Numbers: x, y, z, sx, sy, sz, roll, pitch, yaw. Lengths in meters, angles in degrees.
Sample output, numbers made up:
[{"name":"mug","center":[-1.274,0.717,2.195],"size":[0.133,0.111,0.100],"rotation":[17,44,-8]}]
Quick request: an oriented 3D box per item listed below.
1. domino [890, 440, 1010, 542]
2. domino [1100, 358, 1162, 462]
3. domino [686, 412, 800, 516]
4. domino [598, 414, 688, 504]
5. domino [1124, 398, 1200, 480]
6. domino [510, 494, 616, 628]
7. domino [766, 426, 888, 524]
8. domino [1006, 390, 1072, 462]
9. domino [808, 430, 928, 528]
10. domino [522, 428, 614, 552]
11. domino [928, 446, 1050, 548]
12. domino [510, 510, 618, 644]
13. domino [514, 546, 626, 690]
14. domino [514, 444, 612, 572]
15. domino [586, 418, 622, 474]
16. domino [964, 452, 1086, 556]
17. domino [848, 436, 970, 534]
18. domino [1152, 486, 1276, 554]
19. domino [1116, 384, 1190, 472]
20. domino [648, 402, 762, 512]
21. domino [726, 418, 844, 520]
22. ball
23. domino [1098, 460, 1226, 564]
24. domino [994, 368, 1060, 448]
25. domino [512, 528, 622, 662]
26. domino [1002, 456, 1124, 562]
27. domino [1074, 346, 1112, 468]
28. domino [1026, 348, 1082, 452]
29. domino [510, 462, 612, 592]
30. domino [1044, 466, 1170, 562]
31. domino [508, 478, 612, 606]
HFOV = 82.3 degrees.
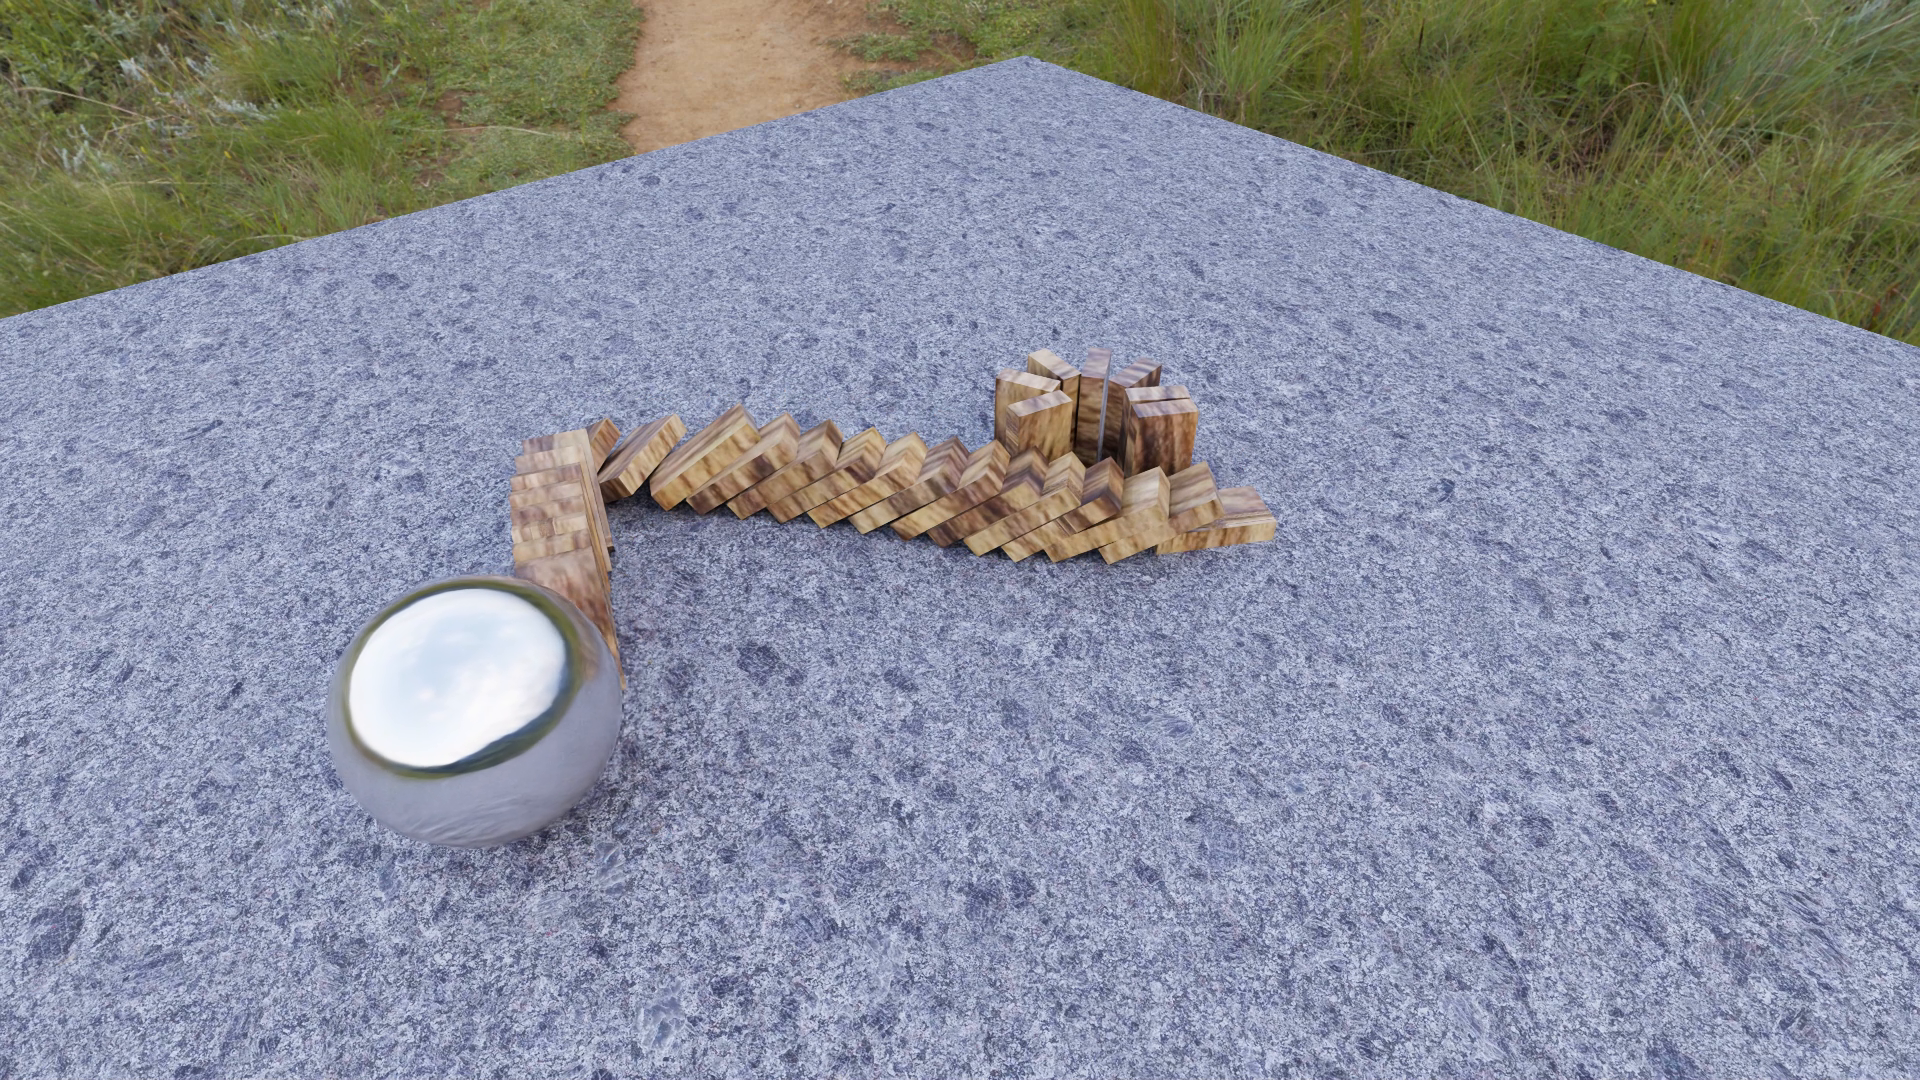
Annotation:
[{"name":"domino","center":[-0.004,-0.020,0.445],"size":[0.050,0.010,0.025],"rotation":[-26,28,31]},{"name":"domino","center":[0.073,-0.050,0.473],"size":[0.010,0.050,0.025],"rotation":[29,47,31]},{"name":"domino","center":[-0.091,-0.032,0.461],"size":[0.050,0.009,0.025],"rotation":[-29,32,16]},{"name":"domino","center":[-0.142,-0.035,0.478],"size":[0.025,0.009,0.050],"rotation":[-14,32,29]},{"name":"domino","center":[0.081,-0.033,0.452],"size":[0.025,0.050,0.010],"rotation":[-7,40,-8]},{"name":"domino","center":[-0.144,0.011,0.399],"size":[0.025,0.050,0.009],"rotation":[-13,16,-16]},{"name":"domino","center":[-0.055,-0.027,0.455],"size":[0.050,0.009,0.025],"rotation":[-23,31,28]},{"name":"domino","center":[0.032,-0.035,0.455],"size":[0.025,0.050,0.010],"rotation":[-19,43,-22]},{"name":"domino","center":[-0.038,-0.025,0.452],"size":[0.050,0.009,0.025],"rotation":[-23,30,29]},{"name":"domino","center":[-0.157,-0.018,0.442],"size":[0.025,0.010,0.050],"rotation":[-13,81,-16]},{"name":"domino","center":[0.011,-0.017,0.441],"size":[0.050,0.010,0.025],"rotation":[-26,29,32]},{"name":"domino","center":[-0.140,0.017,0.391],"size":[0.025,0.050,0.009],"rotation":[-13,16,-16]},{"name":"domino","center":[-0.133,0.030,0.376],"size":[0.025,0.050,0.009],"rotation":[-13,16,-16]},{"name":"domino","center":[-0.153,-0.010,0.426],"size":[0.025,0.050,0.009],"rotation":[-13,6,-16]},{"name":"domino","center":[-0.167,-0.031,0.473],"size":[0.025,0.009,0.050],"rotation":[-19,34,22]},{"name":"domino","center":[0.026,-0.014,0.438],"size":[0.050,0.010,0.025],"rotation":[-27,29,30]},{"name":"domino","center":[-0.021,-0.022,0.448],"size":[0.050,0.009,0.025],"rotation":[-24,29,30]},{"name":"domino","center":[0.101,-0.008,0.454],"size":[0.050,0.009,0.025],"rotation":[-7,40,-9]},{"name":"domino","center":[0.080,-0.040,0.461],"size":[0.025,0.050,0.010],"rotation":[-4,40,-5]},{"name":"domino","center":[-0.108,-0.036,0.465],"size":[0.050,0.010,0.025],"rotation":[-37,33,3]},{"name":"domino","center":[-0.073,-0.029,0.458],"size":[0.050,0.010,0.025],"rotation":[-26,33,24]},{"name":"ball","center":[-0.142,0.050,0.327],"size":[0.080,0.080,0.080],"rotation":[0,39,0]},{"name":"domino","center":[0.078,-0.011,0.438],"size":[0.050,0.009,0.025],"rotation":[-24,35,19]},{"name":"domino","center":[0.028,-0.047,0.469],"size":[0.025,0.050,0.010],"rotation":[17,42,20]},{"name":"domino","center":[-0.137,0.023,0.383],"size":[0.025,0.050,0.009],"rotation":[-13,16,-16]},{"name":"domino","center":[0.041,-0.012,0.435],"size":[0.050,0.010,0.025],"rotation":[-27,29,30]},{"name":"domino","center":[0.058,-0.055,0.479],"size":[0.009,0.050,0.025],"rotation":[9,40,11]},{"name":"domino","center":[0.040,-0.055,0.478],"size":[0.009,0.050,0.025],"rotation":[-23,45,-25]},{"name":"domino","center":[-0.150,-0.002,0.415],"size":[0.025,0.050,0.009],"rotation":[-13,15,-16]},{"name":"domino","center":[0.058,-0.010,0.436],"size":[0.050,0.010,0.025],"rotation":[-21,32,27]},{"name":"domino","center":[-0.147,0.005,0.406],"size":[0.025,0.050,0.010],"rotation":[-13,16,-16]}]
